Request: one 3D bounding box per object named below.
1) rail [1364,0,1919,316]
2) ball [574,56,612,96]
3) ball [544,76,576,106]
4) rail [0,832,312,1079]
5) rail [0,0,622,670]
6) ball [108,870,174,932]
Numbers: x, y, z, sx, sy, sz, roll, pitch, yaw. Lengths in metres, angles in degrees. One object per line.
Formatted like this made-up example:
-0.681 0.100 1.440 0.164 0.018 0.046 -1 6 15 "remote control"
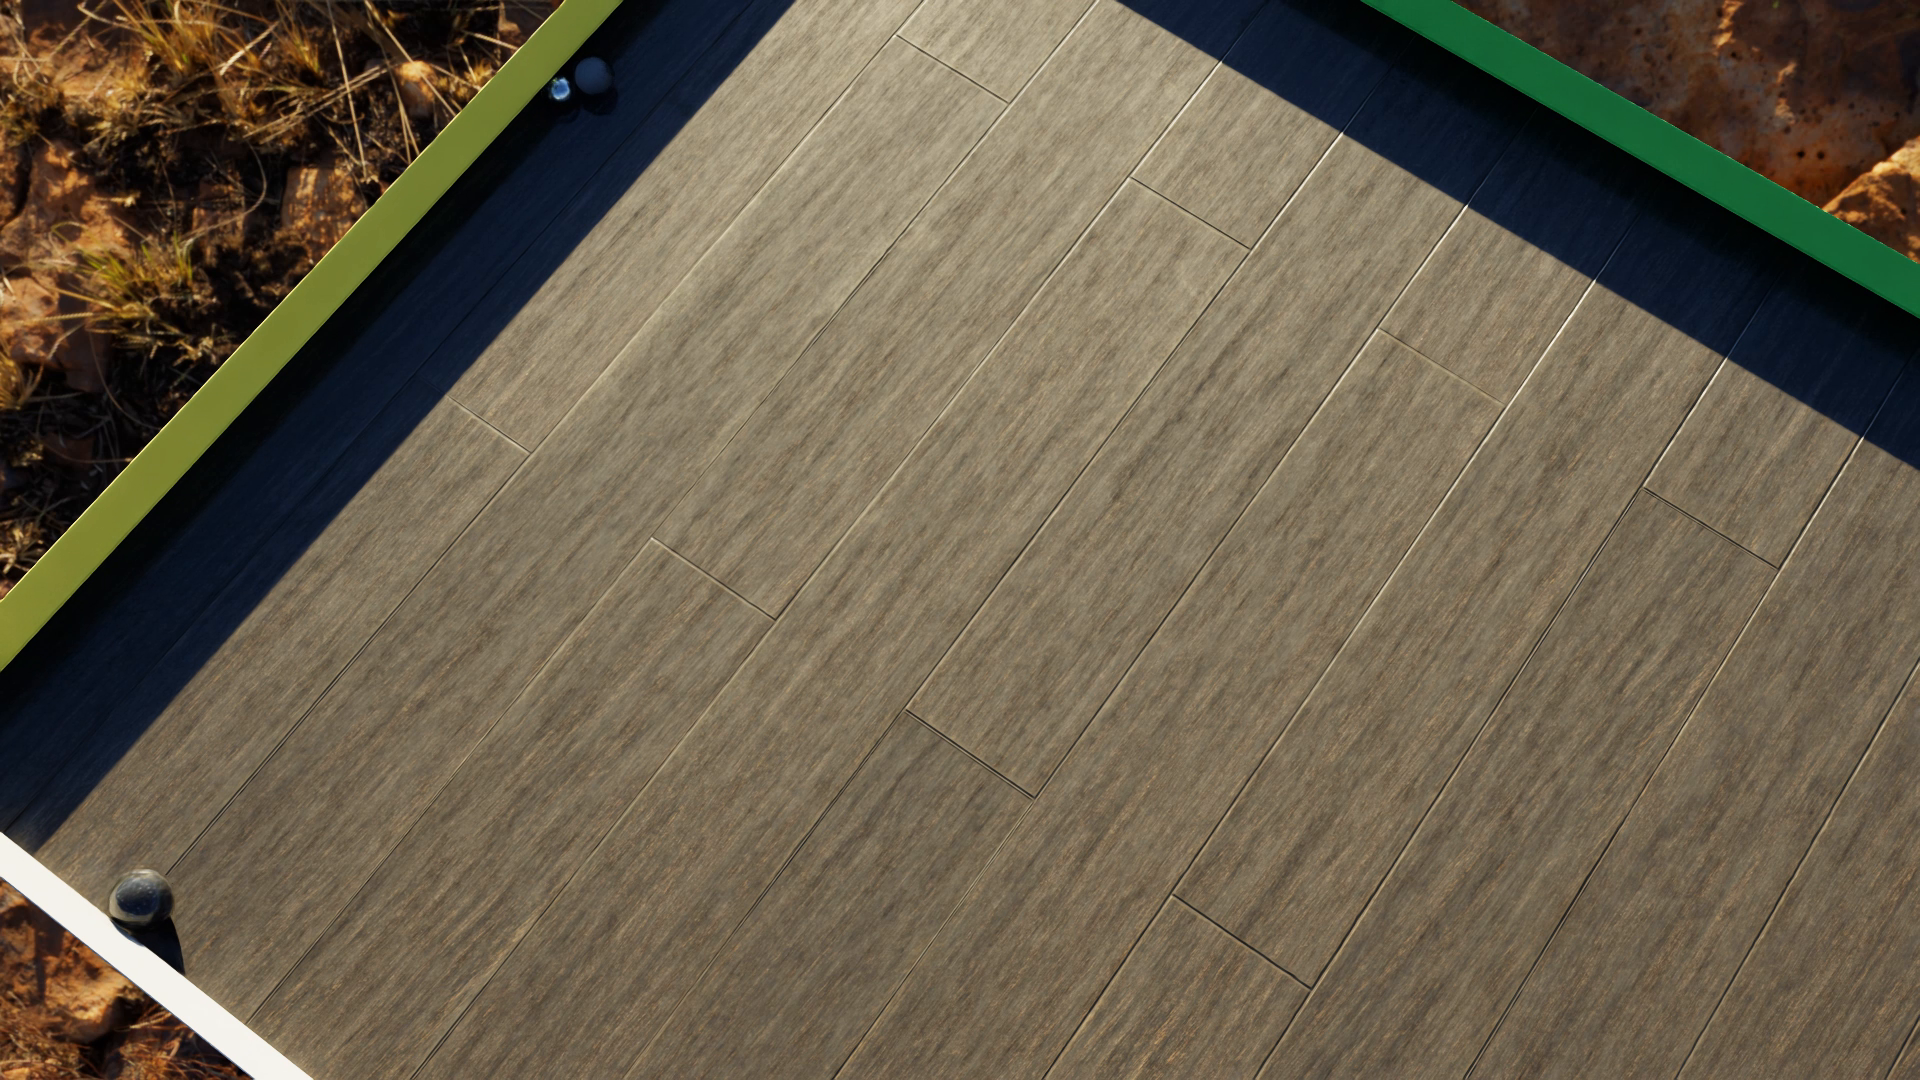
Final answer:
1.632 -0.355 3.607 4.449 0.121 0.045 34 72 13 "rail"
-0.637 -0.806 3.821 0.066 0.066 0.066 0 68 0 "ball"
-0.695 -0.780 3.817 0.054 0.054 0.054 0 68 0 "ball"
0.177 1.529 2.841 4.449 0.121 0.045 34 72 13 "rail"
-0.885 -0.599 3.706 0.045 0.121 2.548 34 72 13 "rail"
-1.215 0.535 3.261 0.093 0.093 0.093 0 68 0 "ball"
